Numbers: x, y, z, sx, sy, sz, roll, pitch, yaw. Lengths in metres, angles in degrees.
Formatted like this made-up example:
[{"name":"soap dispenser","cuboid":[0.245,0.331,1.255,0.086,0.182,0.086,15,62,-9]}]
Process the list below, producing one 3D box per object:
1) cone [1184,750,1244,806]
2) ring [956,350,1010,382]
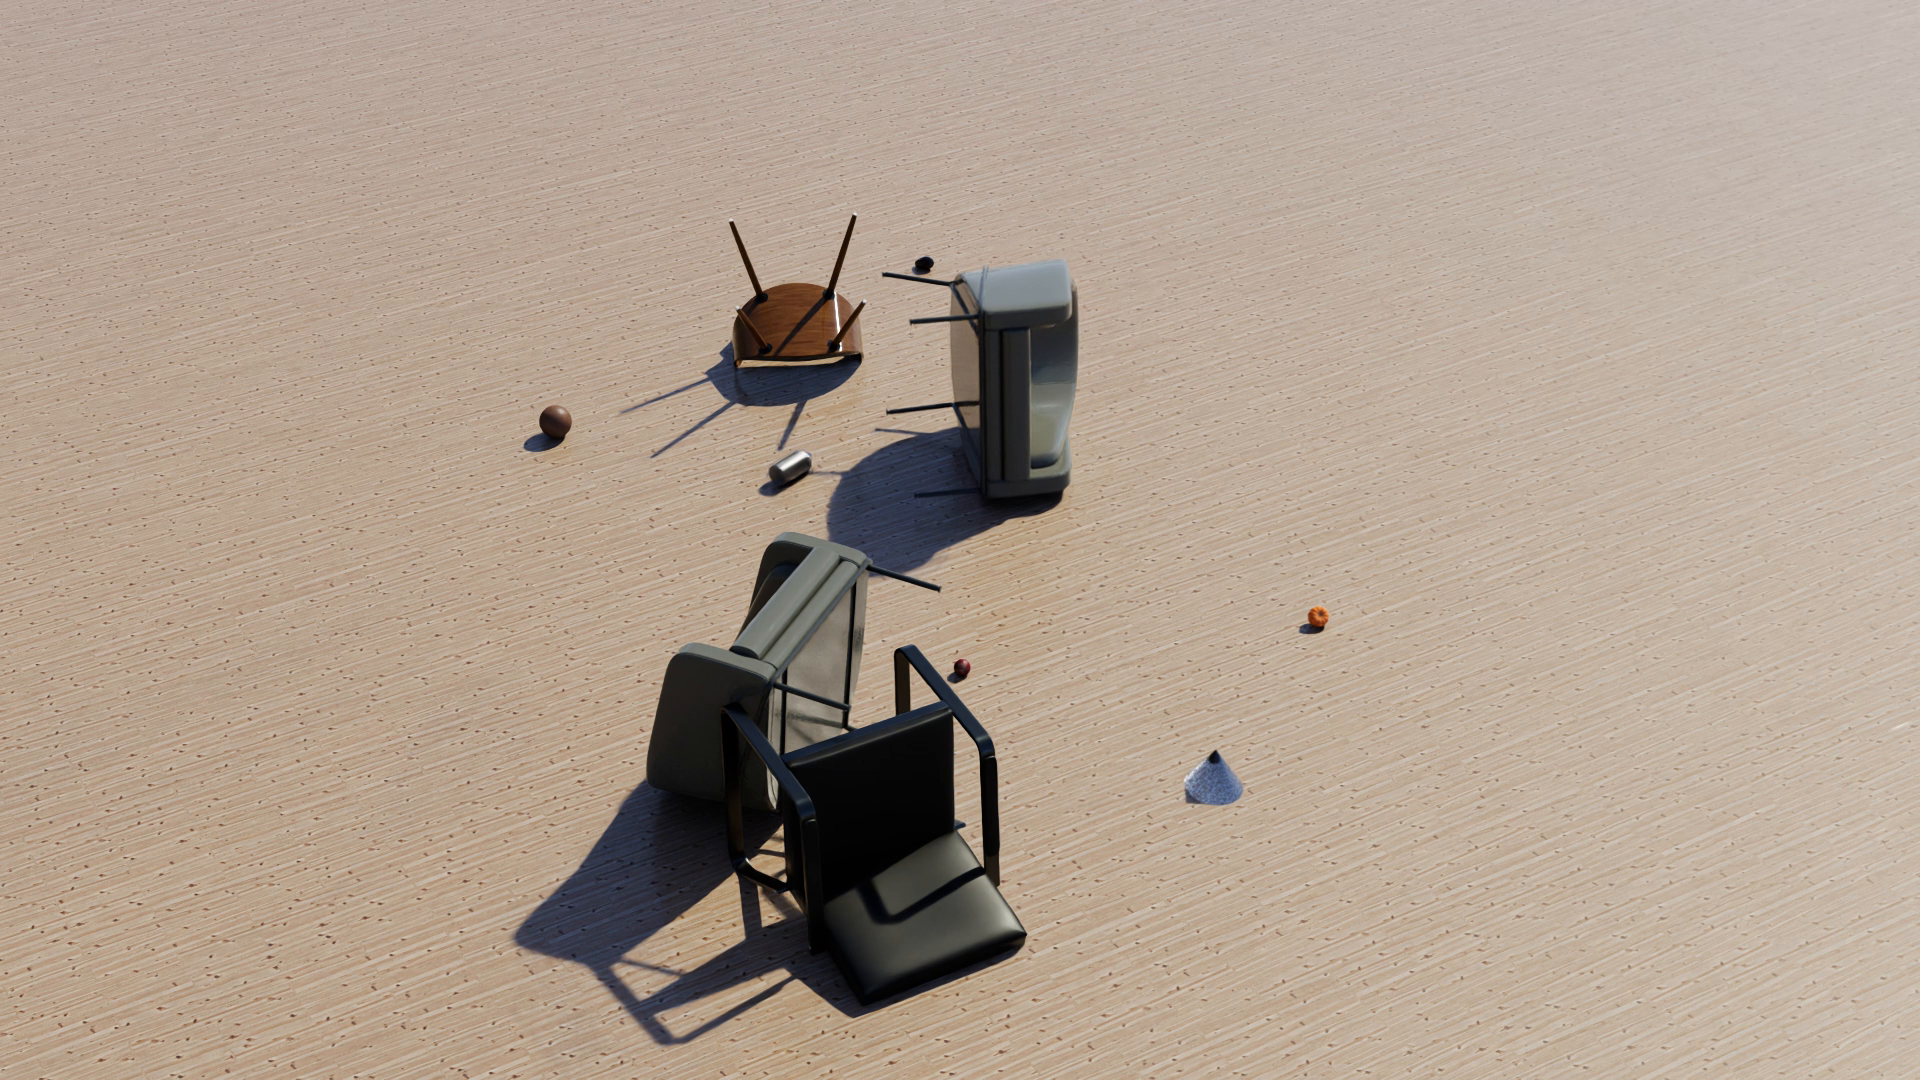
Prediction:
[{"name":"cone","cuboid":[0.842,0.749,9.676,0.192,0.146,0.229,-9,34,-13]},{"name":"ring","cuboid":[0.096,-0.711,11.975,0.223,0.055,0.196,-12,36,-17]}]
